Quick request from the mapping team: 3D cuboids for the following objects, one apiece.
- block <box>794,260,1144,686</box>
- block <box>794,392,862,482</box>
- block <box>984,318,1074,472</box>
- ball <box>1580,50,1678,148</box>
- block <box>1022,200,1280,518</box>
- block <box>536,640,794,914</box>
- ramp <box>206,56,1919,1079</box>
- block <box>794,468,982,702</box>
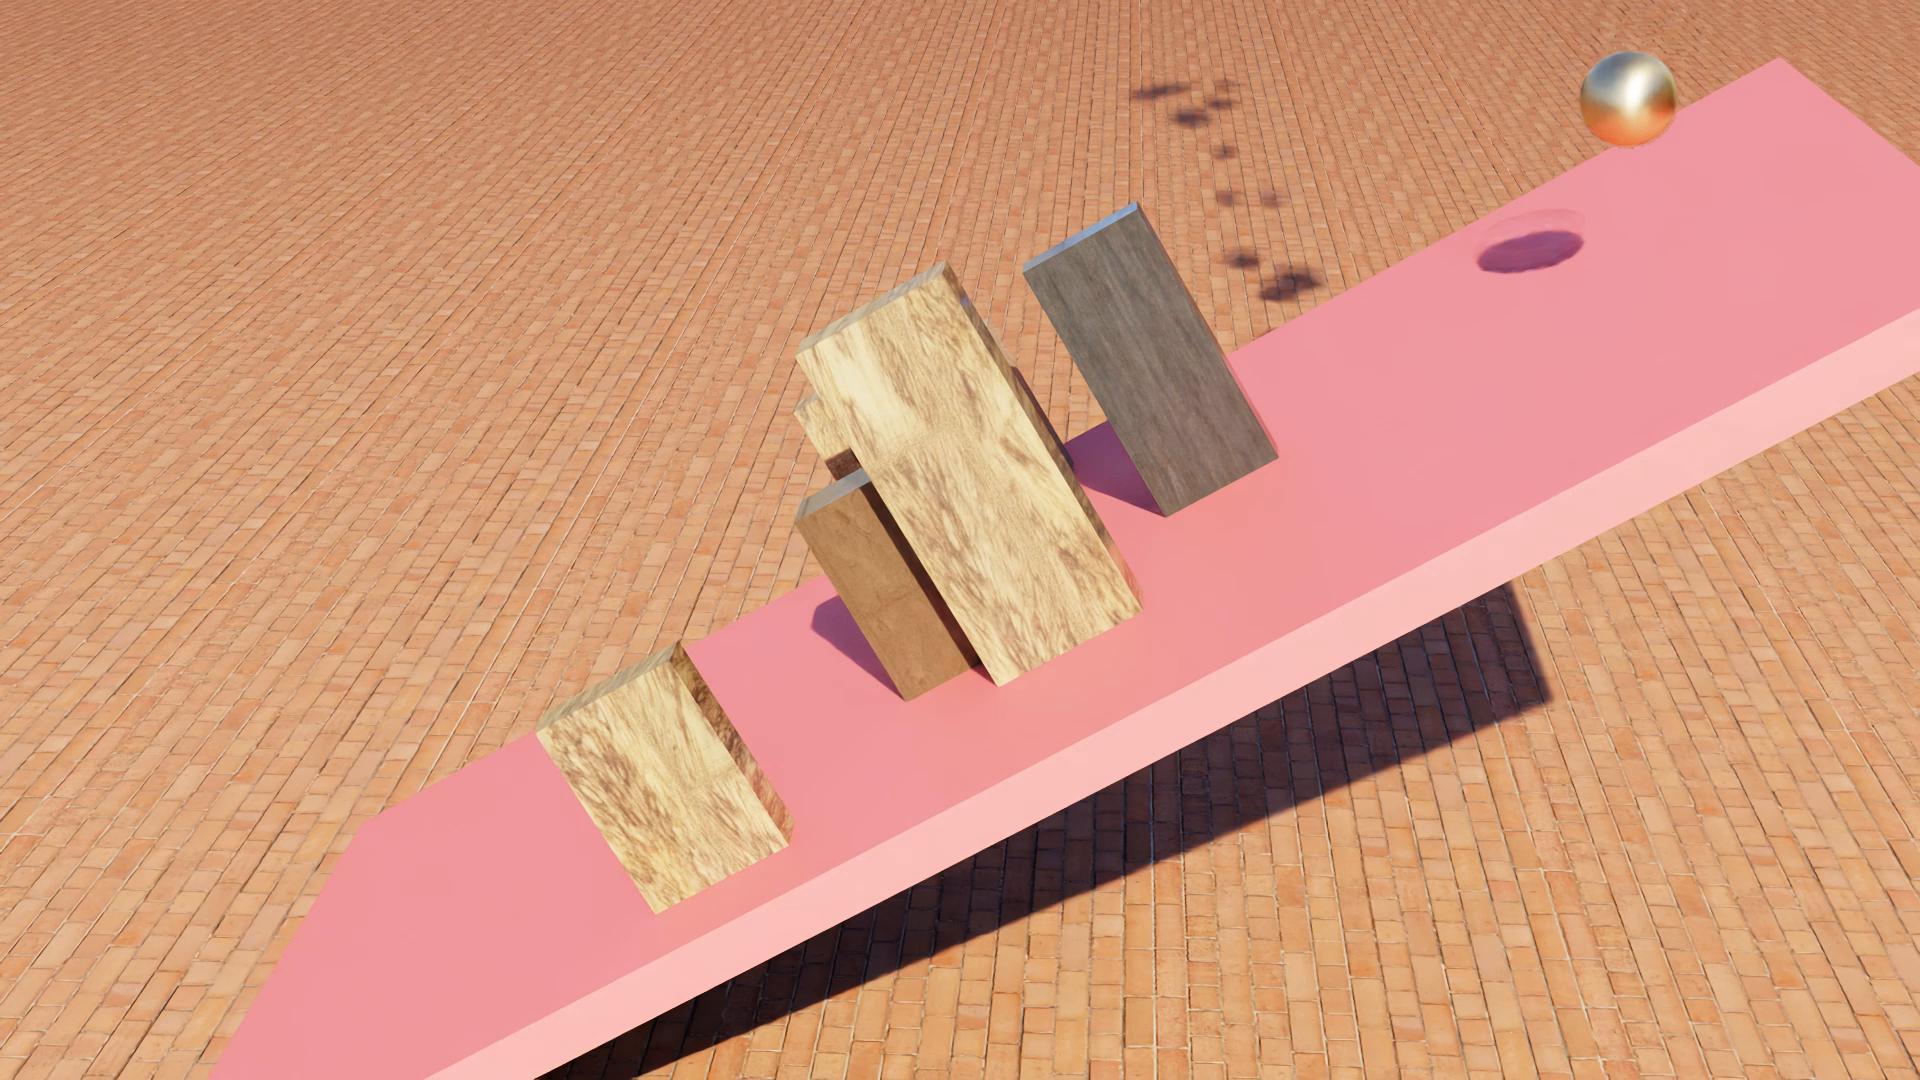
[{"bbox_3d":[0.024,-0.125,5.737,0.327,0.775,0.124,-28,15,12],"label":"block"},{"bbox_3d":[-0.130,-0.159,6.719,0.274,0.498,0.087,-28,15,12],"label":"block"},{"bbox_3d":[0.026,-0.264,6.937,0.324,0.407,0.089,-28,15,12],"label":"block"},{"bbox_3d":[1.276,-0.842,5.614,0.182,0.182,0.182,0,19,0],"label":"ball"},{"bbox_3d":[0.400,-0.375,6.143,0.271,0.607,0.090,-28,15,12],"label":"block"},{"bbox_3d":[-0.566,0.459,5.676,0.304,0.434,0.113,-28,15,12],"label":"block"},{"bbox_3d":[0.142,0.168,6.285,4.000,0.100,2.000,-28,15,12],"label":"ramp"},{"bbox_3d":[-0.078,0.051,6.022,0.326,0.446,0.148,-28,15,12],"label":"block"}]
